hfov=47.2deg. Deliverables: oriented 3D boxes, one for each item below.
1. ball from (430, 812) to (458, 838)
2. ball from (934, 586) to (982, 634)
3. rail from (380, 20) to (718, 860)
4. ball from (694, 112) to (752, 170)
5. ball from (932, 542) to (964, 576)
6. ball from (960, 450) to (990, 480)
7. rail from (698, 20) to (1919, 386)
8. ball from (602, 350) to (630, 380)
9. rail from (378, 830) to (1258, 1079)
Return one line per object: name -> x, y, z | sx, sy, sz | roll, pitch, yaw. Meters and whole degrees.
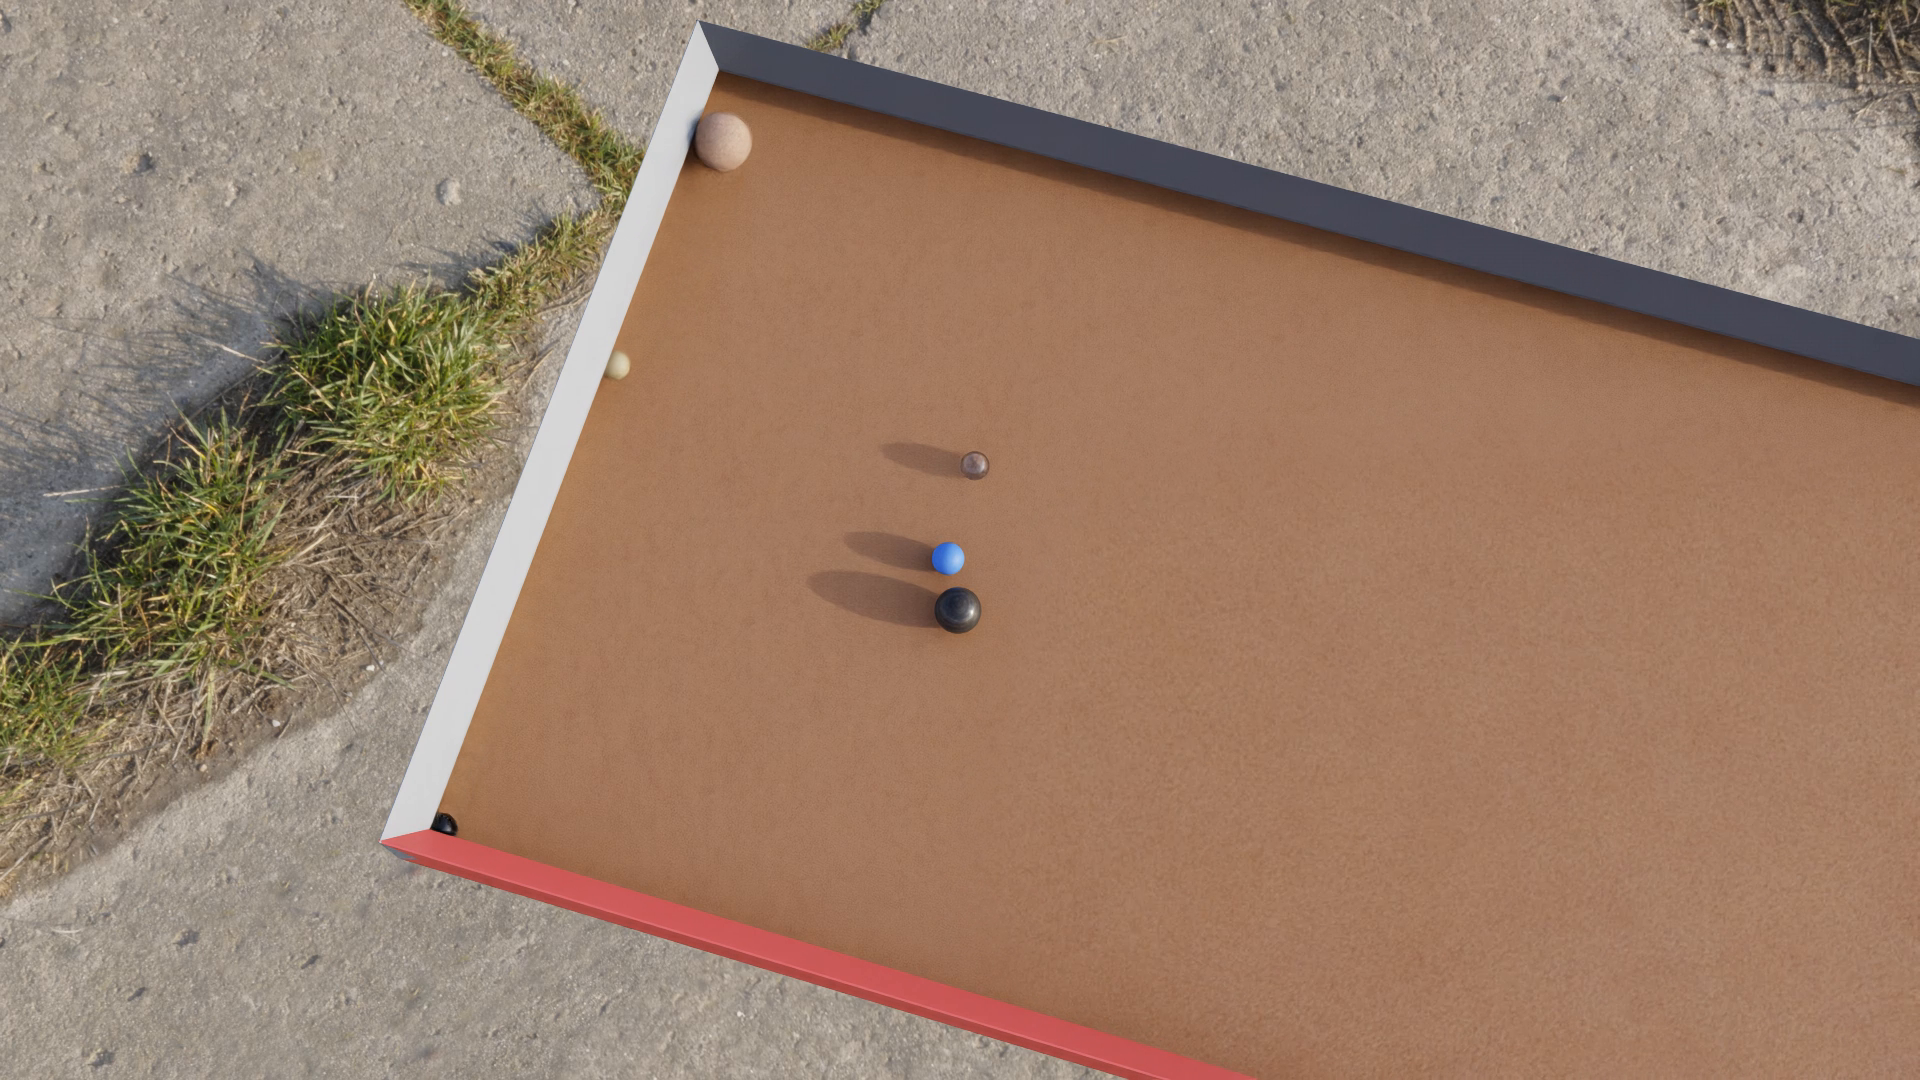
ball -> -0.775, 0.431, 3.283 | 0.049, 0.049, 0.049 | 0, 71, 0
ball -> -0.003, 0.108, 3.382 | 0.073, 0.073, 0.073 | 0, 71, 0
rail -> -0.614, -0.185, 3.455 | 0.045, 0.124, 1.429 | 16, 72, 5
ball -> -0.392, -0.658, 3.634 | 0.095, 0.095, 0.095 | 0, 71, 0
ball -> -0.019, 0.029, 3.421 | 0.051, 0.051, 0.051 | 0, 71, 0
ball -> 0.024, -0.117, 3.473 | 0.047, 0.047, 0.047 | 0, 71, 0
rail -> 0.834, -0.458, 3.549 | 2.658, 0.124, 0.045 | 16, 72, 5
ball -> -0.553, -0.280, 3.529 | 0.047, 0.047, 0.047 | 0, 71, 0
rail -> 0.440, 0.793, 3.118 | 2.658, 0.124, 0.045 | 16, 72, 5
